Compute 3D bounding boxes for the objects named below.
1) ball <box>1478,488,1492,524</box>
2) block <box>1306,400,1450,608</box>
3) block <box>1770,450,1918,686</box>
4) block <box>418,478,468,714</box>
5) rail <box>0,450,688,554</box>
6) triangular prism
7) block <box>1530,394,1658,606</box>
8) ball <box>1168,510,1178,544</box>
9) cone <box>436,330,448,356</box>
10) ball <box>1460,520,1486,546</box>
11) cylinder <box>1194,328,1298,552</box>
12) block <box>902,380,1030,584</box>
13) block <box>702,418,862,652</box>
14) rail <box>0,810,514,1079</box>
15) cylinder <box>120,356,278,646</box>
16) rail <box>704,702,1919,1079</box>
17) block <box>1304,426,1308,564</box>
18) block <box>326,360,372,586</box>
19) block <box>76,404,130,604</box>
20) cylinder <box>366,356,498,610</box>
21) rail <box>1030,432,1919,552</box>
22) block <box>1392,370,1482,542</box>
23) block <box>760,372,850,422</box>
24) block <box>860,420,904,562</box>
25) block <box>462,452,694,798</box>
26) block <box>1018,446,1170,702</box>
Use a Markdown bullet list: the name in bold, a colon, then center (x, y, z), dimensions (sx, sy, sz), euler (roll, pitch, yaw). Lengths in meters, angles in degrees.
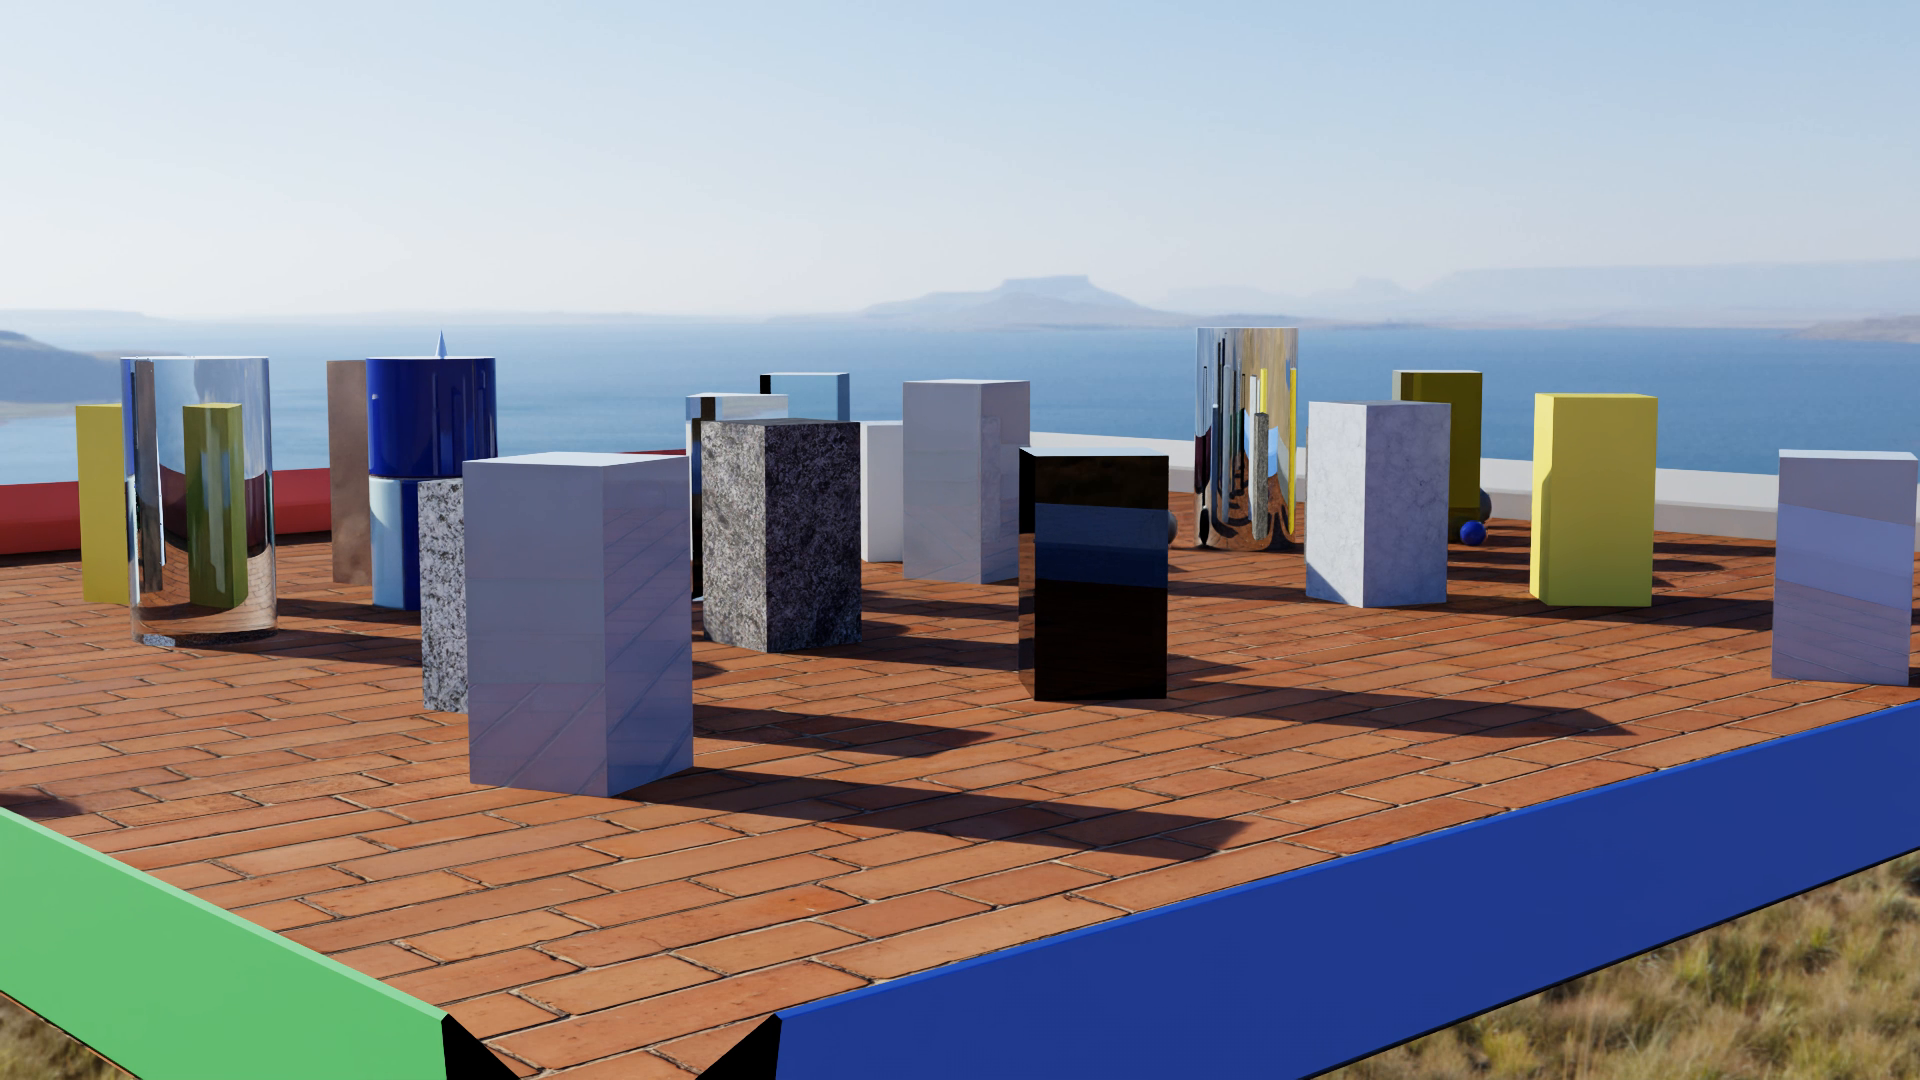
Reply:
- **ball**: center (1.042, -0.068, 4.482), dimensions (0.083, 0.083, 0.083), euler (0, 6, 0)
- **block**: center (0.638, -0.059, 3.362), dimensions (0.152, 0.301, 0.152), euler (-3, 7, -24)
- **block**: center (1.076, 0.029, 2.685), dimensions (0.152, 0.267, 0.152), euler (2, 6, 20)
- **block**: center (-0.494, 0.059, 2.465), dimensions (0.152, 0.254, 0.152), euler (3, 7, 30)
- **rail**: center (-1.112, -0.094, 4.531), dimensions (3.519, 0.124, 0.045), euler (-6, 8, -42)
- **triangular prism**: center (-0.369, -0.072, 3.439), dimensions (0.165, 0.311, 0.143), euler (-3, 7, -26)
- **block**: center (0.965, -0.064, 3.357), dimensions (0.152, 0.313, 0.152), euler (0, 6, 5)
- **ball**: center (0.371, -0.023, 4.108), dimensions (0.073, 0.073, 0.073), euler (0, 6, 0)
- **cone**: center (-0.936, -0.179, 3.989), dimensions (0.190, 0.408, 0.190), euler (0, 6, 0)
- **ball**: center (0.965, -0.013, 4.135), dimensions (0.048, 0.048, 0.048), euler (0, 6, 0)
- **cylinder**: center (0.534, -0.192, 4.108), dimensions (0.190, 0.408, 0.190), euler (0, 6, 0)
- **block**: center (0.011, -0.101, 3.643), dimensions (0.152, 0.324, 0.152), euler (4, 7, 33)
- **block**: center (-0.239, -0.011, 2.940), dimensions (0.152, 0.294, 0.152), euler (-5, 8, -39)
- **rail**: center (-1.276, 0.156, 2.161), dimensions (0.045, 0.124, 3.328), euler (-6, 8, -42)
- **cylinder**: center (-1.029, -0.057, 2.977), dimensions (0.190, 0.378, 0.190), euler (0, 6, 0)
- **rail**: center (1.112, 0.159, 2.133), dimensions (3.519, 0.124, 0.045), euler (-6, 8, -42)
- **block**: center (0.674, -0.070, 3.768), dimensions (0.152, 0.238, 0.152), euler (0, 6, 4)
- **block**: center (-0.916, -0.112, 3.586), dimensions (0.152, 0.360, 0.152), euler (4, 7, 32)
- **block**: center (-1.235, -0.059, 3.373), dimensions (0.152, 0.298, 0.152), euler (3, 7, 25)
- **cylinder**: center (-0.794, -0.090, 3.321), dimensions (0.190, 0.370, 0.190), euler (0, 6, 0)
- **rail**: center (1.276, -0.091, 4.503), dimensions (0.045, 0.124, 3.328), euler (-6, 8, -42)
- **block**: center (0.919, -0.165, 4.258), dimensions (0.152, 0.323, 0.152), euler (1, 6, 5)
- **block**: center (-0.308, -0.175, 4.402), dimensions (0.152, 0.314, 0.152), euler (1, 6, 7)
- **block**: center (-0.107, -0.090, 3.947), dimensions (0.152, 0.240, 0.152), euler (-1, 6, -14)
- **block**: center (-0.360, 0.074, 2.090), dimensions (0.152, 0.303, 0.152), euler (3, 7, 24)
- **block**: center (0.153, 0.036, 2.568), dimensions (0.152, 0.279, 0.152), euler (-1, 6, -5)
